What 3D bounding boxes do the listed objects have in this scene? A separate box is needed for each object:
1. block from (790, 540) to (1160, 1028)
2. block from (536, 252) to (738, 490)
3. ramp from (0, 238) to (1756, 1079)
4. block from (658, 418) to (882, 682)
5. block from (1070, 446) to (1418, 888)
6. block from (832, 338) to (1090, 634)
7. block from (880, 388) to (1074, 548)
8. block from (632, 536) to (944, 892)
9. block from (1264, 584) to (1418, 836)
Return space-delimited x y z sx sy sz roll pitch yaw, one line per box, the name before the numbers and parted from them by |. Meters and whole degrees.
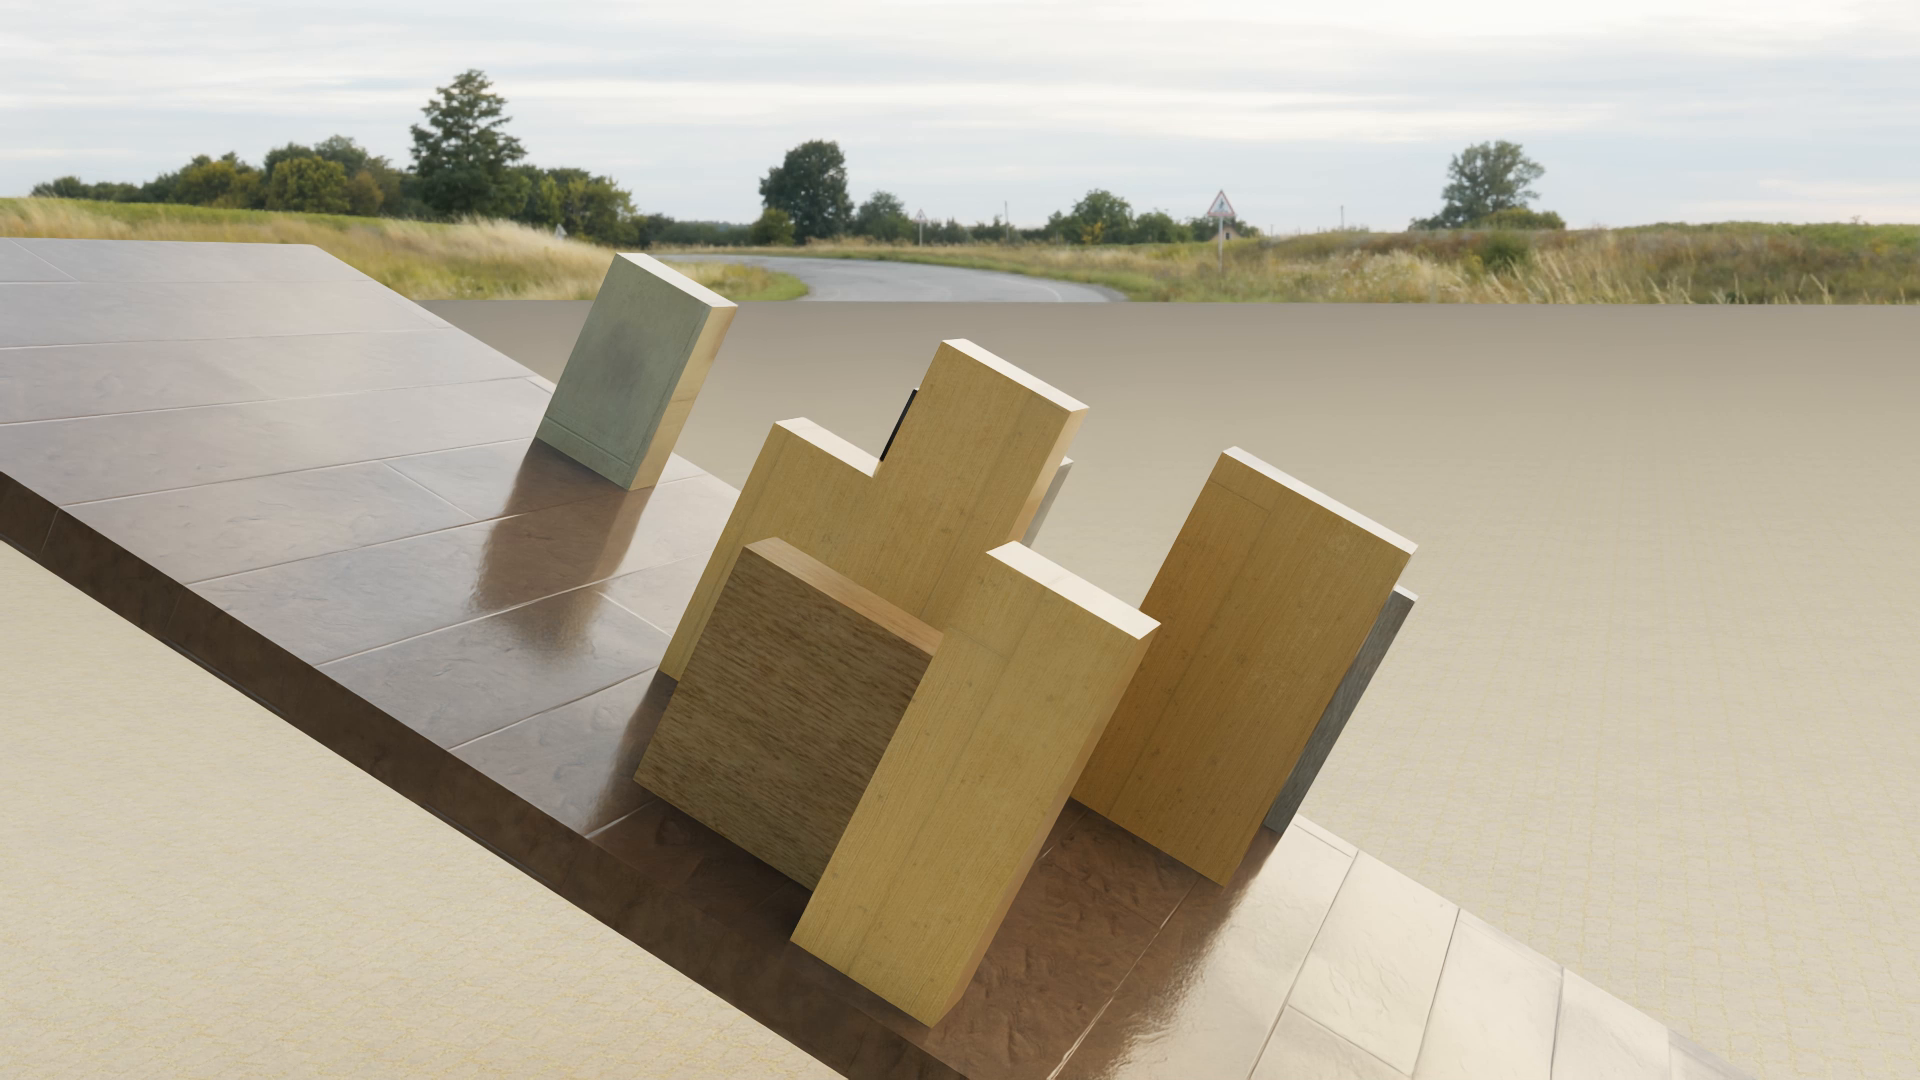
block | 0.019 0.351 3.170 0.245 0.652 0.145 30 14 12
block | -0.717 -0.374 4.873 0.254 0.453 0.144 30 14 12
ramp | -0.232 0.387 4.153 4.000 0.100 2.000 30 14 12
block | -0.261 0.091 3.914 0.354 0.503 0.141 30 14 12
block | 0.526 0.245 4.282 0.402 0.746 0.141 30 14 12
block | -0.074 0.057 3.806 0.251 0.777 0.127 30 14 12
block | -0.068 0.049 4.194 0.307 0.609 0.138 30 14 12
block | -0.236 0.282 3.431 0.396 0.425 0.131 30 14 12
block | 0.662 0.279 4.742 0.405 0.585 0.081 30 14 12
